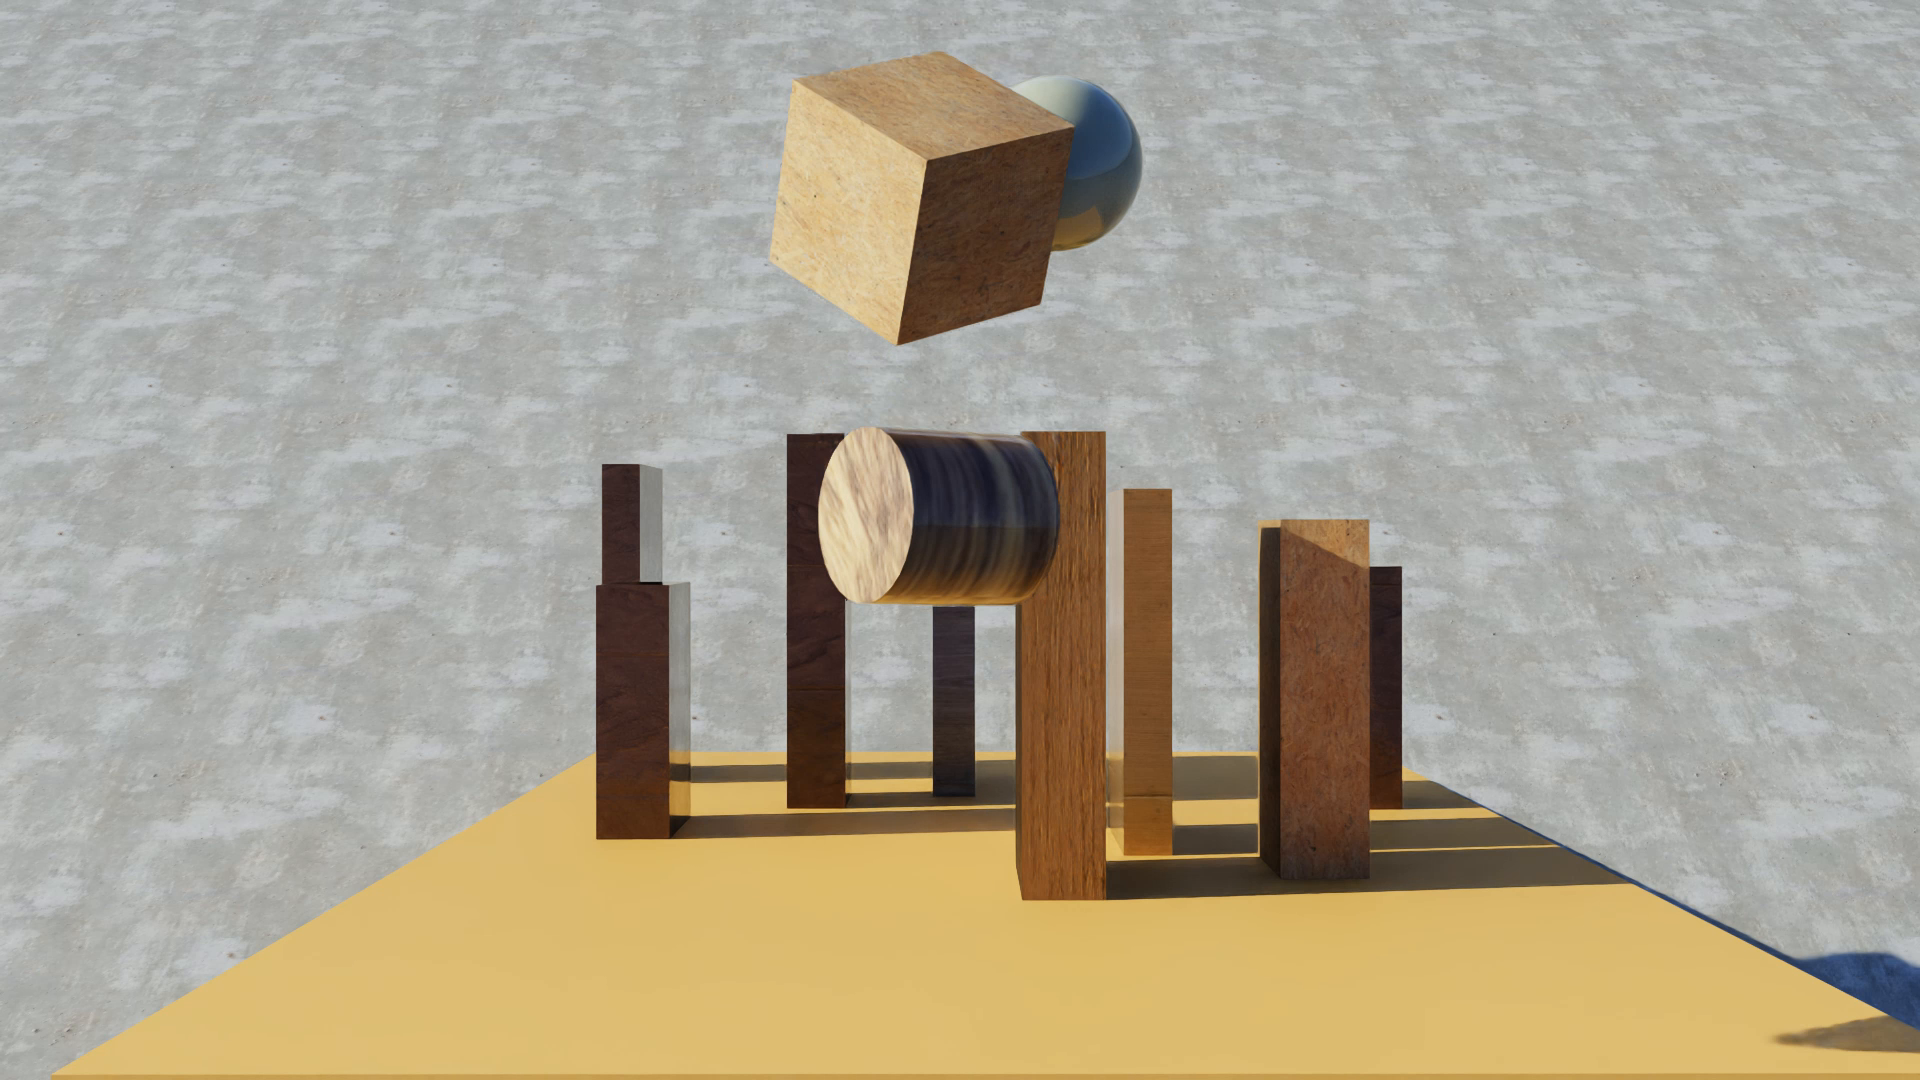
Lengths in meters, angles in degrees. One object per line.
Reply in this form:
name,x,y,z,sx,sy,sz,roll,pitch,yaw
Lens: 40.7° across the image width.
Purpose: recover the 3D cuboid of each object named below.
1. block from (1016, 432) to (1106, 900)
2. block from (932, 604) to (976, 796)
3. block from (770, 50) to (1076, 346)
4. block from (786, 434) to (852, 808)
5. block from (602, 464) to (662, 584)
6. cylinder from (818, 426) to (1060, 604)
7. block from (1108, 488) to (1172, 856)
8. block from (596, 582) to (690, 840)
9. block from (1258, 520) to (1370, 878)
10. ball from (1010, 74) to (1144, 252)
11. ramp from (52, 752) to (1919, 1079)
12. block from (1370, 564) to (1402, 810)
block,0.157,0.191,4.144,0.127,0.711,0.447,0,0,0
block,-0.013,0.322,5.722,0.090,0.445,0.442,0,0,0
block,-0.043,-0.365,2.737,0.210,0.210,0.210,-20,43,-39
block,-0.292,0.165,5.401,0.119,0.761,0.300,0,0,0
block,-0.756,0.188,5.989,0.085,0.715,0.441,0,0,0
cylinder,-0.022,-0.023,2.634,0.177,0.177,0.177,2,25,-34
block,0.325,0.228,4.694,0.084,0.635,0.444,0,0,0
block,-0.597,0.314,4.904,0.133,0.464,0.377,0,0,0
block,0.588,0.256,4.325,0.143,0.579,0.311,0,0,0
ball,0.106,-0.417,2.864,0.194,0.194,0.194,0,30,0
ramp,0.067,0.596,4.652,2.000,0.100,4.000,0,0,0
block,0.844,0.299,5.358,0.098,0.492,0.264,0,0,0
